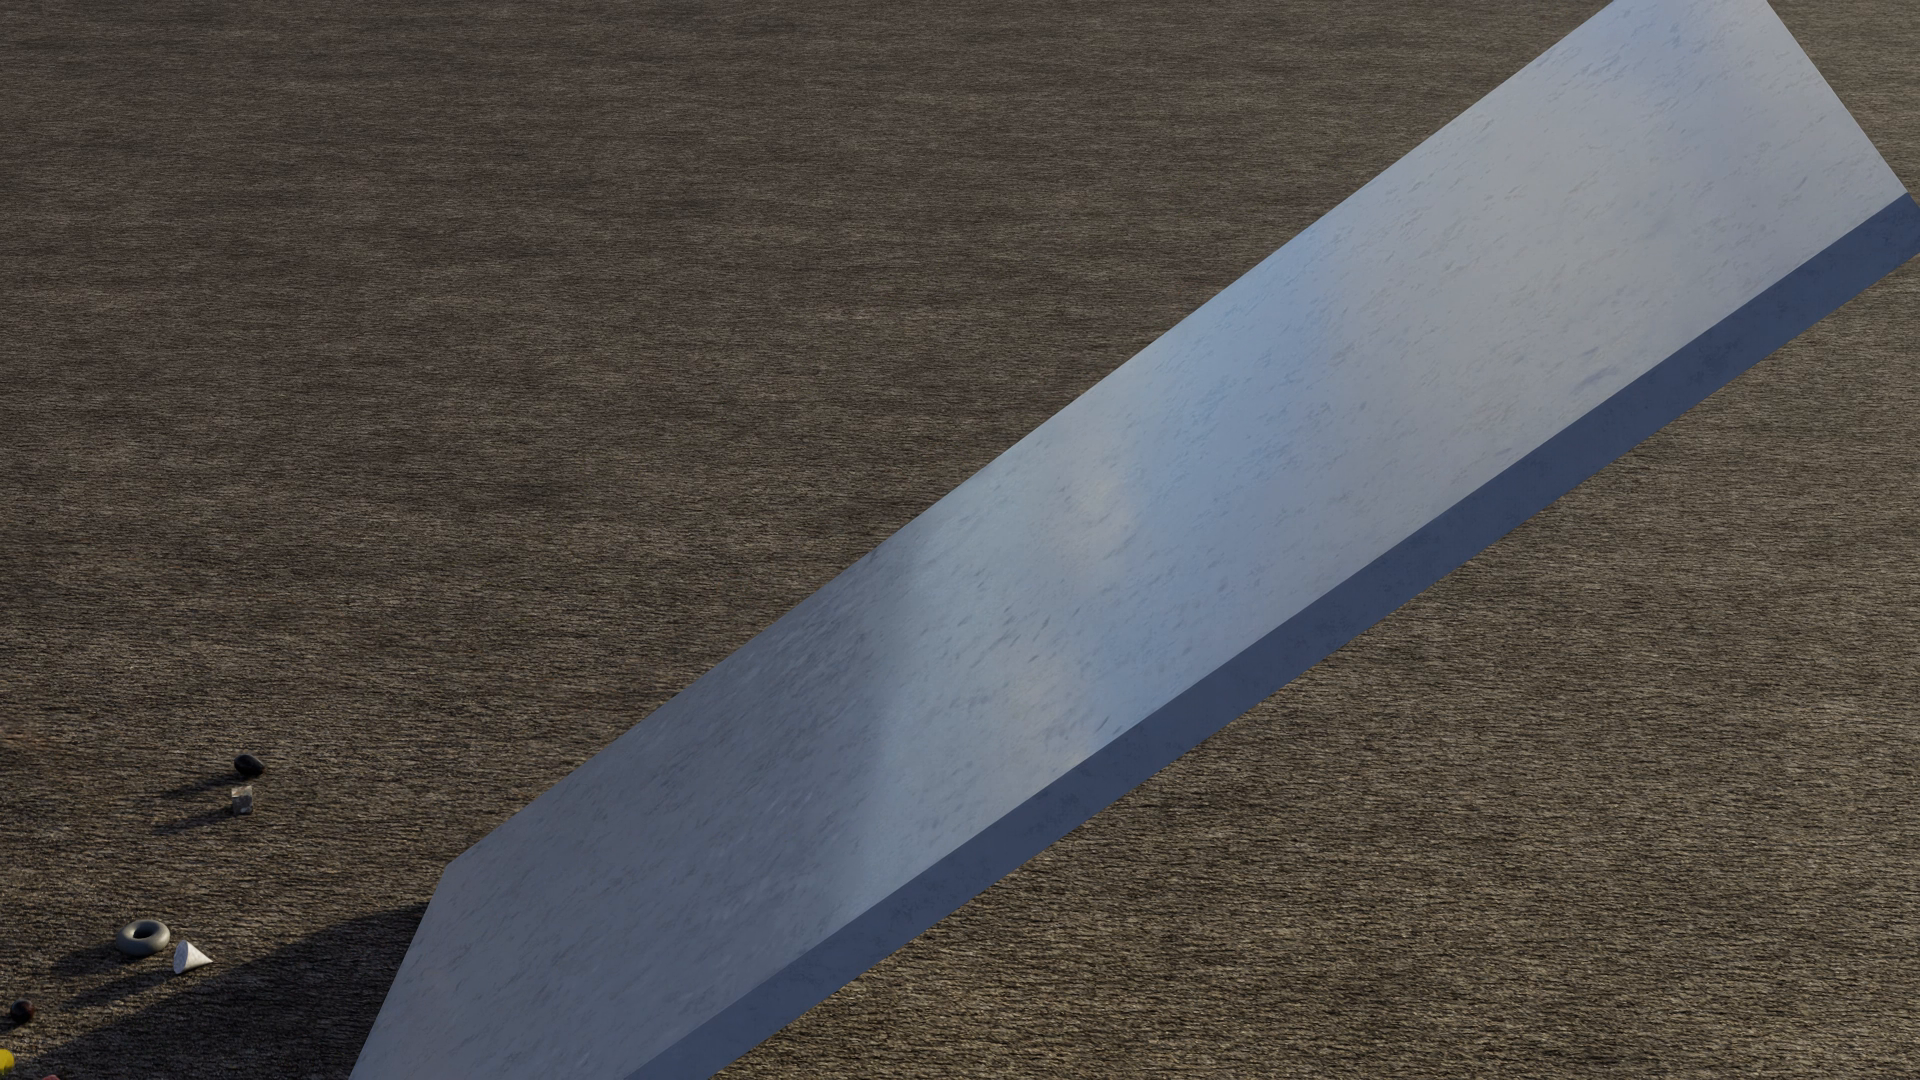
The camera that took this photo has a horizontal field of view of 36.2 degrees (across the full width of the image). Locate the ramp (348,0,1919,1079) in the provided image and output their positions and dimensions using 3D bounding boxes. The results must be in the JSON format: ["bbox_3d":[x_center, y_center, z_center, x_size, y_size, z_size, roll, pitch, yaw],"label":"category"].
[{"bbox_3d":[0.119,0.186,6.345,4.000,0.100,2.000,-36,16,18],"label":"ramp"}]

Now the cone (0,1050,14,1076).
[{"bbox_3d":[-2.337,1.270,7.116,0.066,0.066,0.066,-18,13,32],"label":"cone"}]

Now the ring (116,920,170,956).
[{"bbox_3d":[-2.121,1.033,7.632,0.137,0.046,0.137,1,25,0],"label":"ring"}]

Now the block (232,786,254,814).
[{"bbox_3d":[-2.023,0.733,8.295,0.054,0.054,0.054,-6,25,-12],"label":"block"}]

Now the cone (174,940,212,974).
[{"bbox_3d":[-1.957,1.075,7.542,0.088,0.088,0.088,17,12,-35],"label":"cone"}]
